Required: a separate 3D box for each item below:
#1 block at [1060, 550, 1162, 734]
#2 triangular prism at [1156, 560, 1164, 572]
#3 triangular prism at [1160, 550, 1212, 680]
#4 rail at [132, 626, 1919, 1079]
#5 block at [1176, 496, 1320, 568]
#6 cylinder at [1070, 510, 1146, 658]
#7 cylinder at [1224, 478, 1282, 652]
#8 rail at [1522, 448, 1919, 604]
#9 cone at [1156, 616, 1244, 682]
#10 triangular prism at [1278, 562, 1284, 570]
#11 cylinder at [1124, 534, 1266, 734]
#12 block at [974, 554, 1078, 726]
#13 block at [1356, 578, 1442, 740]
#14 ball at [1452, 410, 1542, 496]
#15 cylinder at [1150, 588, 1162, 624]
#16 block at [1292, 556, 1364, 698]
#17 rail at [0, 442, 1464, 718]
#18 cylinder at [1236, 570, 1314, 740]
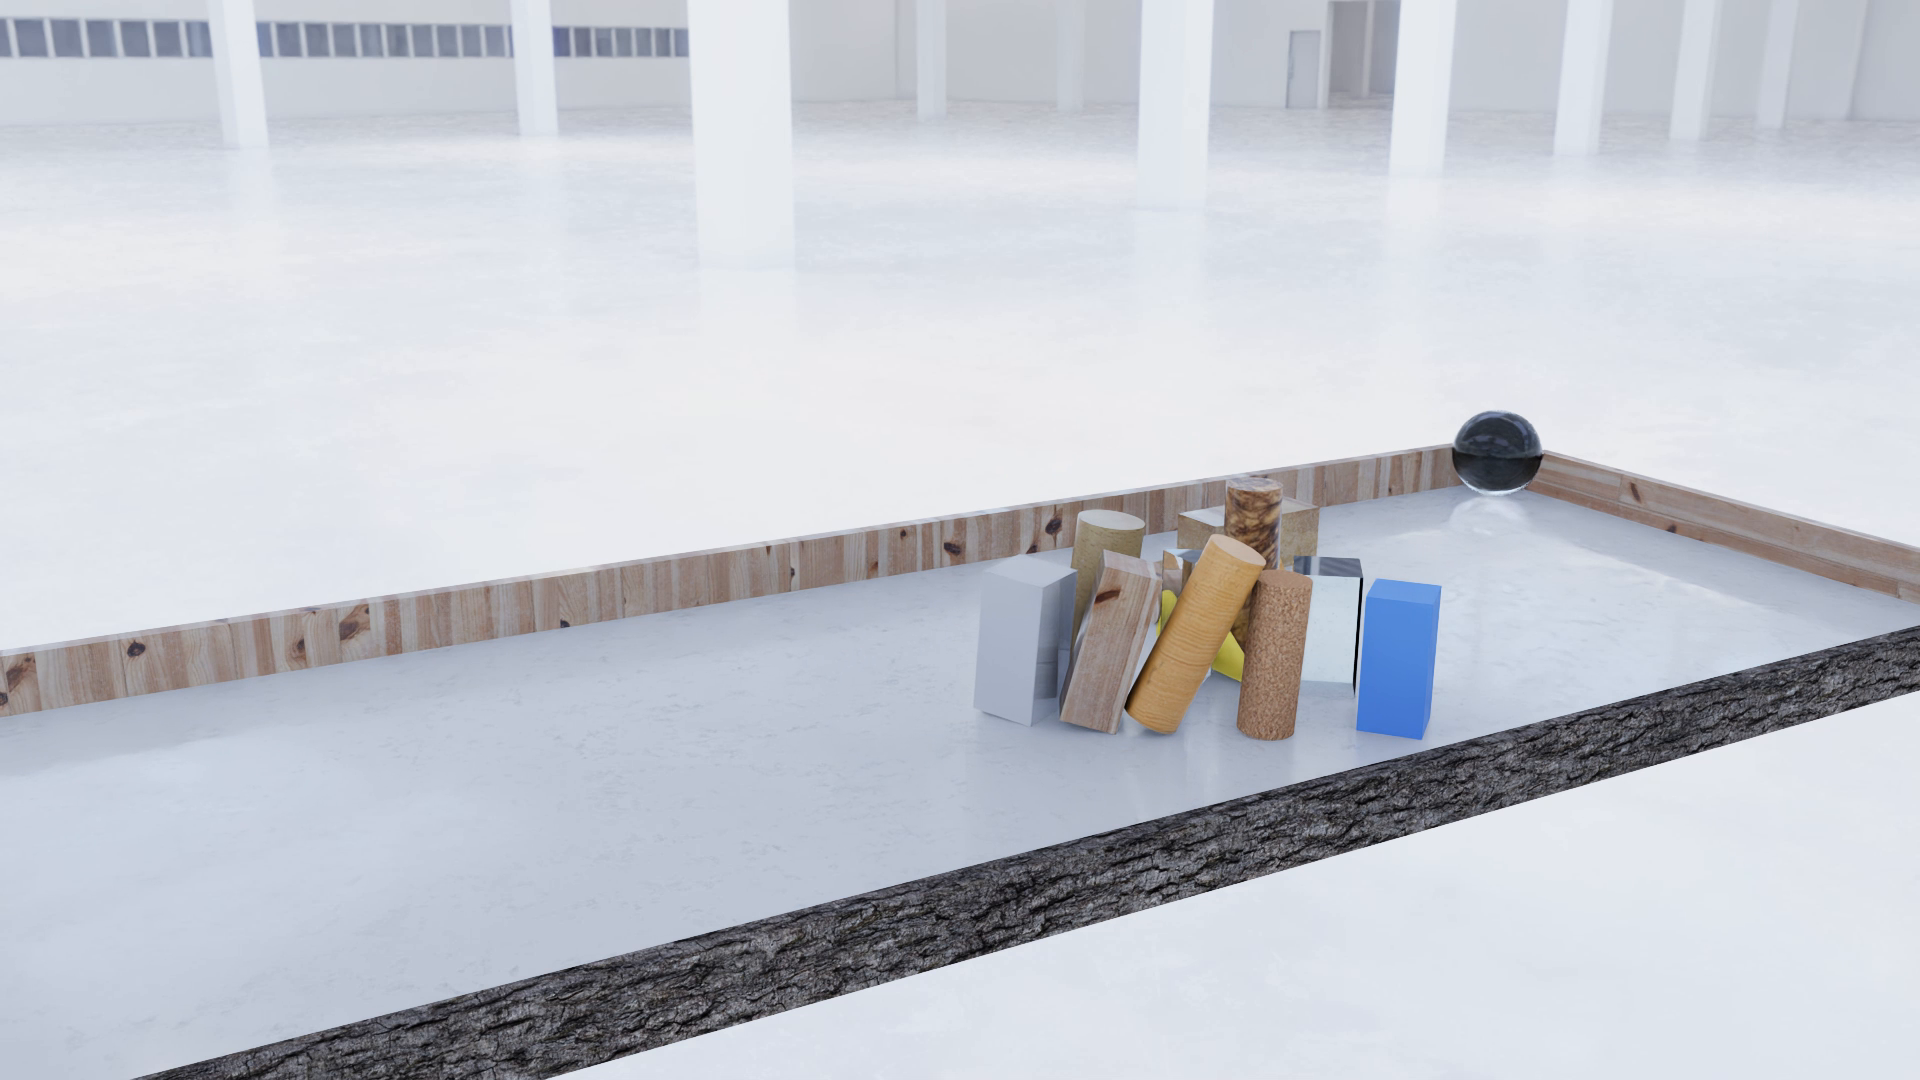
[{"bbox_3d":[0.347,0.236,3.829,0.135,0.387,0.135,15,17,-1],"label":"block"},{"bbox_3d":[0.645,0.097,4.727,0.316,0.128,0.111,-12,-14,-36],"label":"triangular prism"},{"bbox_3d":[0.553,0.191,4.115,0.113,0.332,0.130,10,19,32],"label":"triangular prism"},{"bbox_3d":[-2.336,1.006,1.665,12.000,0.150,0.050,-9,18,-27],"label":"rail"},{"bbox_3d":[0.887,-0.008,5.076,0.419,0.173,0.173,-10,19,-31],"label":"block"},{"bbox_3d":[0.344,0.150,4.067,0.165,0.421,0.165,6,17,-2],"label":"cylinder"},{"bbox_3d":[0.759,0.073,4.307,0.145,0.451,0.145,0,16,0],"label":"cylinder"},{"bbox_3d":[2.466,-0.048,5.253,0.050,0.150,2.100,-9,18,-27],"label":"rail"},{"bbox_3d":[0.676,0.296,4.194,0.178,0.178,0.361,-9,33,-28],"label":"cone"},{"bbox_3d":[0.822,0.113,4.798,0.333,0.092,0.106,-15,22,-41],"label":"triangular prism"},{"bbox_3d":[0.534,0.217,3.776,0.137,0.457,0.137,22,20,-8],"label":"cylinder"},{"bbox_3d":[0.154,0.236,3.912,0.161,0.349,0.161,16,22,30],"label":"block"},{"bbox_3d":[1.021,0.275,3.838,0.149,0.328,0.149,7,18,22],"label":"block"},{"bbox_3d":[1.909,-0.310,5.866,0.307,0.307,0.307,0,16,0],"label":"ball"},{"bbox_3d":[0.714,0.161,4.599,0.374,0.118,0.118,-4,17,-12],"label":"cylinder"},{"bbox_3d":[0.900,0.213,4.080,0.162,0.310,0.162,3,17,9],"label":"block"},{"bbox_3d":[-3.305,0.497,3.399,12.000,0.150,0.050,-9,18,-27],"label":"rail"},{"bbox_3d":[0.723,0.263,3.796,0.133,0.367,0.133,3,16,-1],"label":"cylinder"}]
